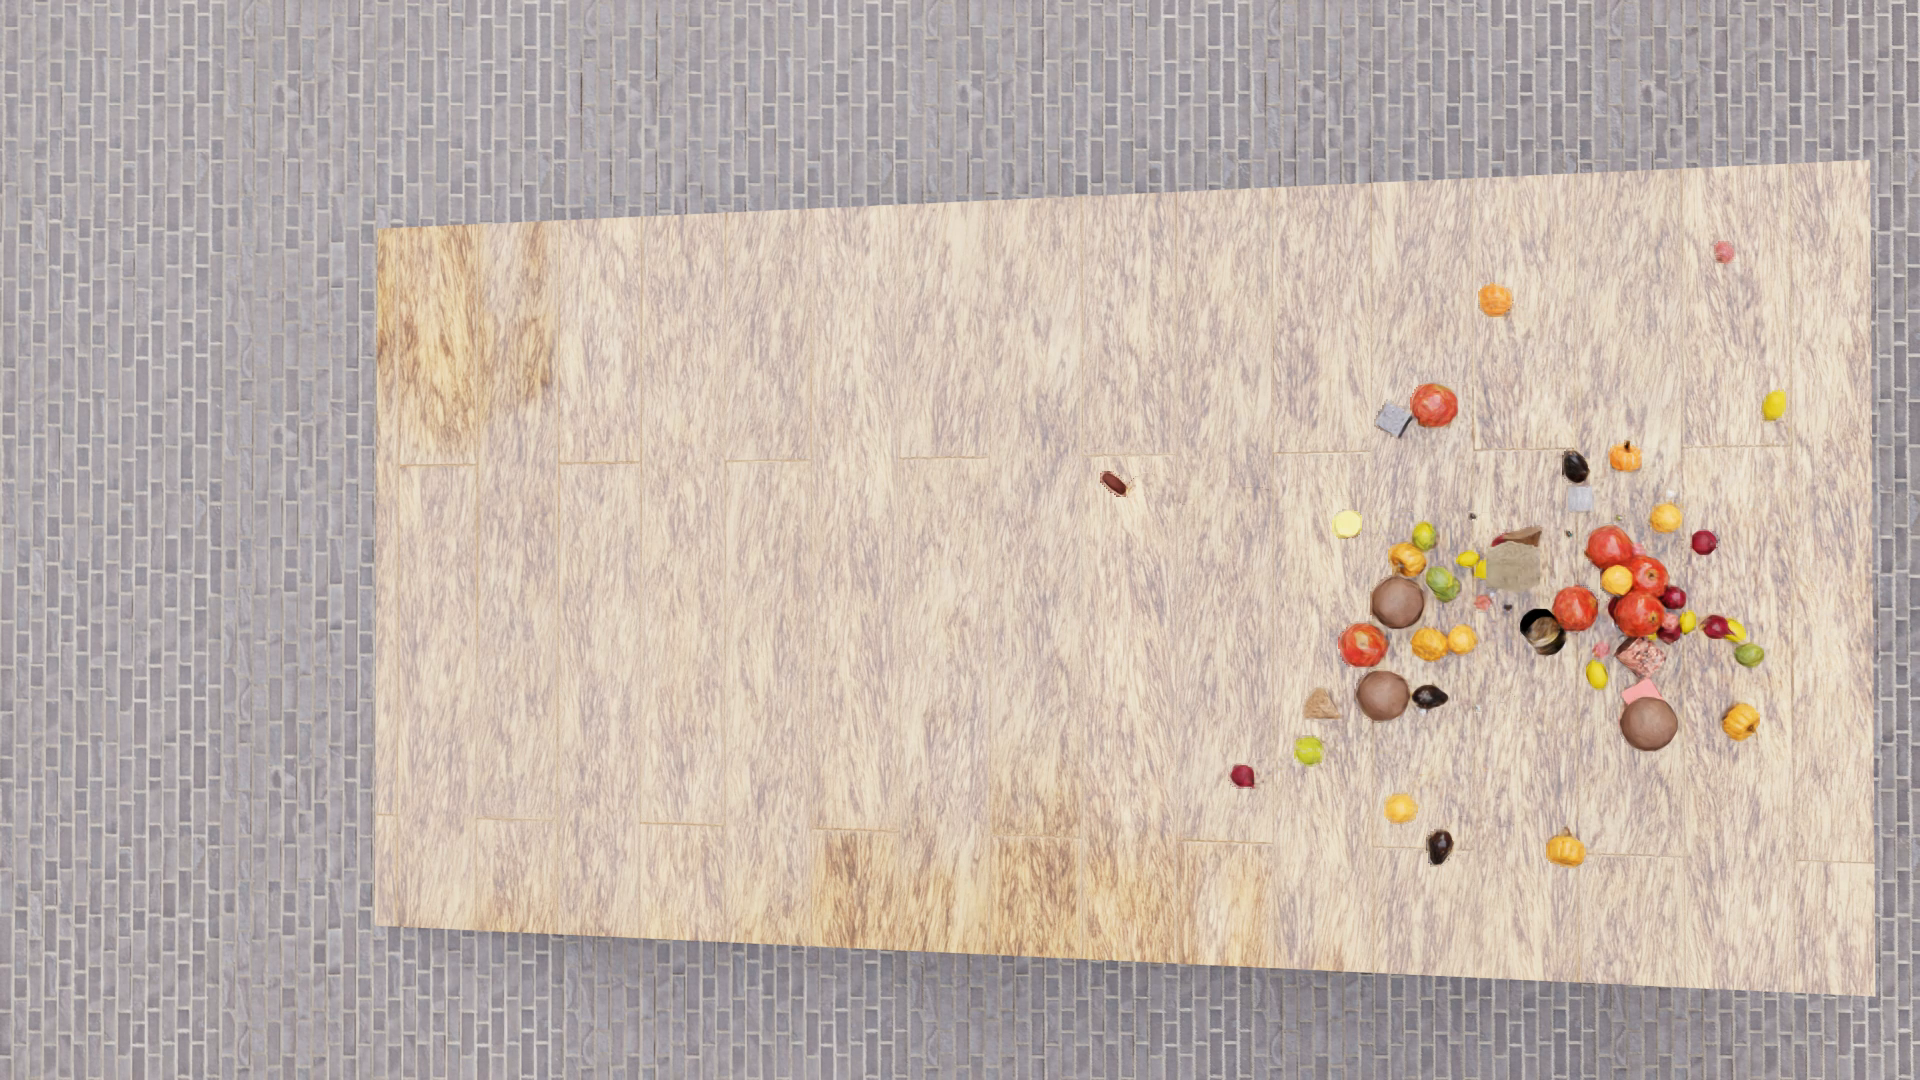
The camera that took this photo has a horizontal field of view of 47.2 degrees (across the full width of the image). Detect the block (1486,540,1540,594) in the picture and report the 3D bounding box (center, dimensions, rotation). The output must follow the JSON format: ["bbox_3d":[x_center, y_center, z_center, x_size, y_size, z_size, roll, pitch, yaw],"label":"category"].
[{"bbox_3d":[1.341,0.065,5.330,0.092,0.092,0.092,-18,111,-37],"label":"block"}]

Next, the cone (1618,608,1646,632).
[{"bbox_3d":[1.646,0.207,5.348,0.061,0.061,0.061,-47,45,-1],"label":"cone"}]

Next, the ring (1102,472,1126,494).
[{"bbox_3d":[0.401,-0.147,5.707,0.077,0.077,0.026,41,100,1],"label":"ring"}]

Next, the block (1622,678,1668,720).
[{"bbox_3d":[1.665,0.388,5.350,0.075,0.075,0.075,-33,73,15],"label":"block"}]

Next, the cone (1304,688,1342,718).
[{"bbox_3d":[0.932,0.433,5.574,0.088,0.088,0.088,28,89,-13],"label":"cone"}]

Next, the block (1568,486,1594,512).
[{"bbox_3d":[1.527,-0.102,5.410,0.058,0.058,0.058,-3,88,15],"label":"block"}]

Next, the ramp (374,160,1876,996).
[{"bbox_3d":[0.266,0.097,5.834,4.000,0.100,2.000,0,89,15],"label":"ramp"}]

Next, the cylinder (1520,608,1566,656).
[{"bbox_3d":[1.431,0.226,5.398,0.088,0.088,0.088,-18,53,25],"label":"cylinder"}]

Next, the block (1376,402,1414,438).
[{"bbox_3d":[1.092,-0.302,5.528,0.064,0.064,0.064,32,97,16],"label":"block"}]

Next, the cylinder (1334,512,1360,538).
[{"bbox_3d":[0.971,-0.039,5.515,0.062,0.062,0.062,0,86,6],"label":"cylinder"}]

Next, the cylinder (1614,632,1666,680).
[{"bbox_3d":[1.655,0.281,5.349,0.086,0.086,0.086,45,89,3],"label":"cylinder"}]
